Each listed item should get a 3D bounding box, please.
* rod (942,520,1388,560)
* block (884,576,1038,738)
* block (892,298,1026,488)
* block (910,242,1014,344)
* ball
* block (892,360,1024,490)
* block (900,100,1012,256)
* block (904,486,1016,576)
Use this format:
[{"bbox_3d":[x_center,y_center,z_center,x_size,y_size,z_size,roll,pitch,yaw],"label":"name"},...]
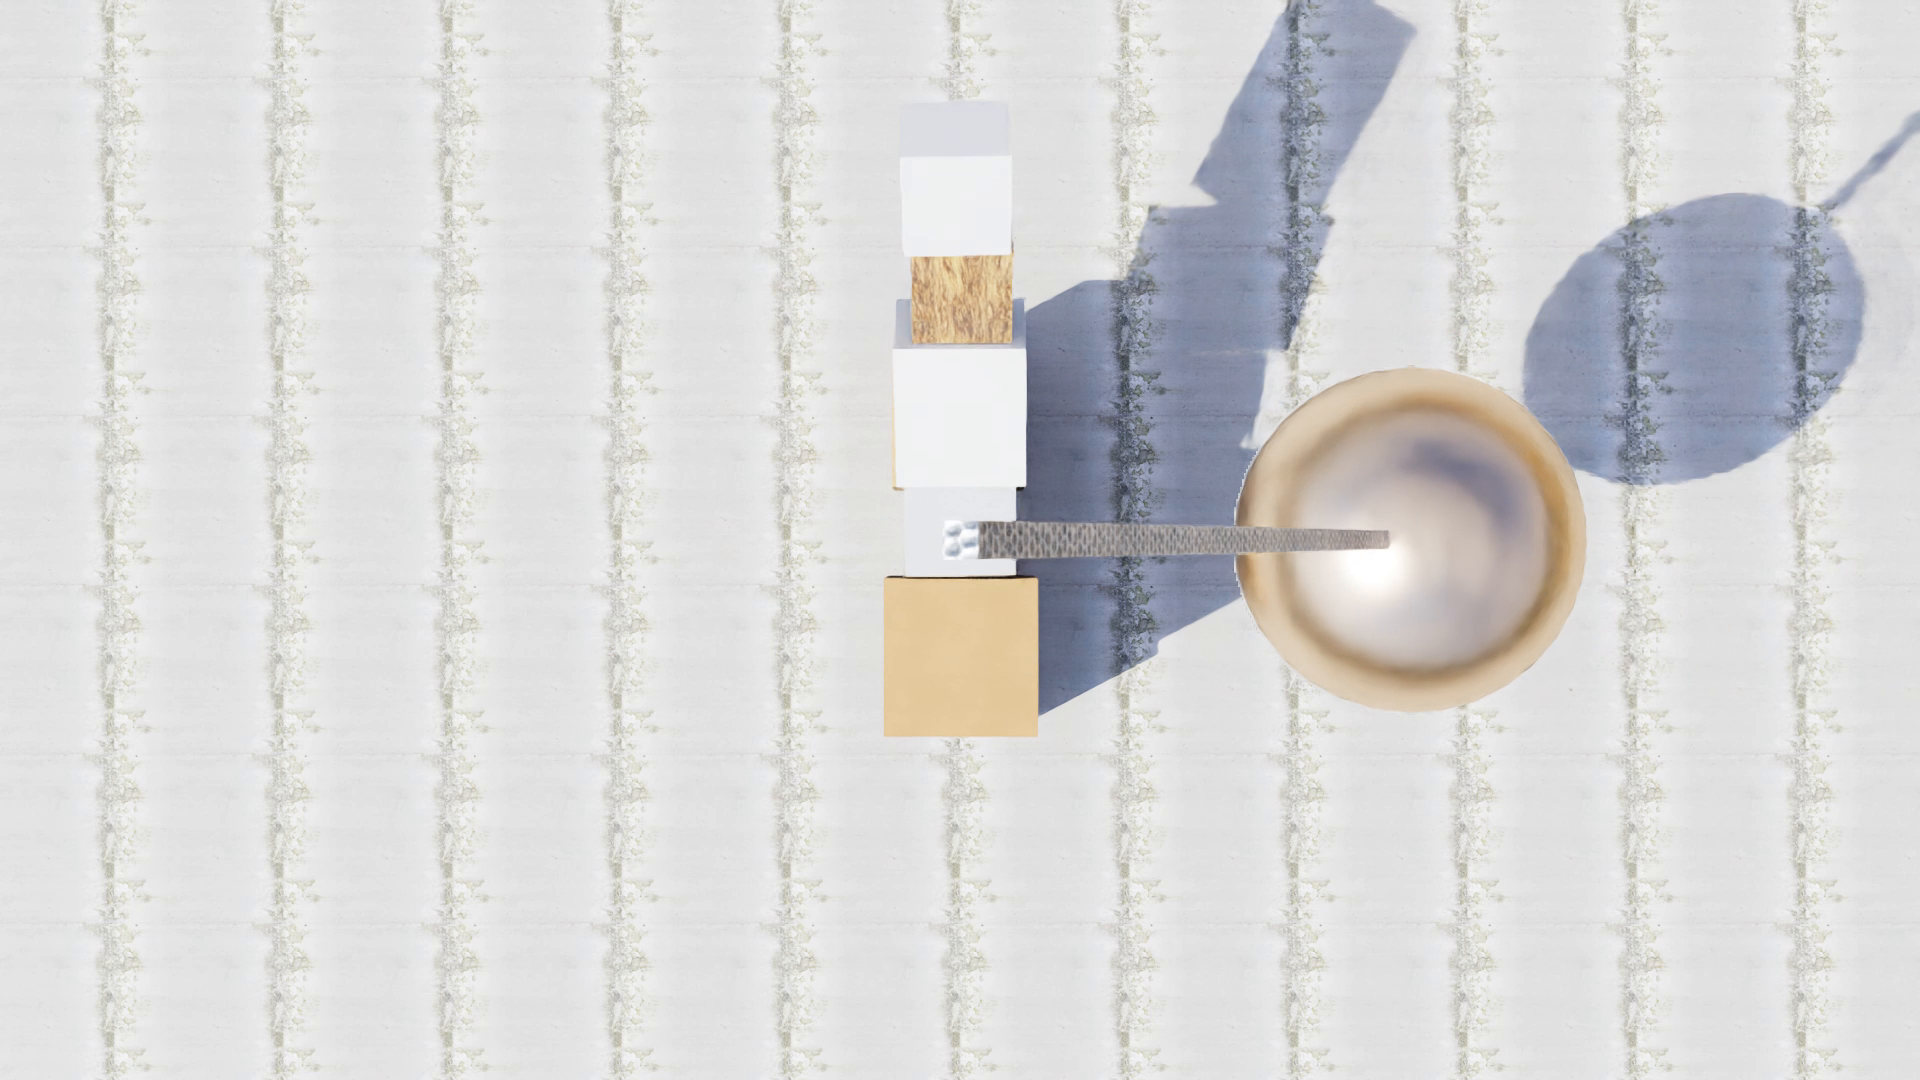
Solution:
[{"bbox_3d":[0.899,0.000,6.985,0.080,5.200,0.080,0,90,20],"label":"rod"},{"bbox_3d":[0.004,0.600,11.638,0.786,0.846,0.810,0,90,0],"label":"block"},{"bbox_3d":[0.005,-0.748,11.086,0.646,0.645,0.746,0,118,1],"label":"block"},{"bbox_3d":[0.009,-1.312,10.659,0.482,0.485,0.528,0,132,0],"label":"block"},{"bbox_3d":[2.074,0.000,10.176,1.600,1.600,1.600,0,90,0],"label":"ball"},{"bbox_3d":[-0.010,-0.681,12.684,0.746,0.631,0.772,0,90,0],"label":"block"},{"bbox_3d":[-0.020,-1.685,10.258,0.504,0.469,0.541,-1,132,0],"label":"block"},{"bbox_3d":[0.007,-0.122,11.383,0.561,0.525,0.490,0,105,2],"label":"block"}]
